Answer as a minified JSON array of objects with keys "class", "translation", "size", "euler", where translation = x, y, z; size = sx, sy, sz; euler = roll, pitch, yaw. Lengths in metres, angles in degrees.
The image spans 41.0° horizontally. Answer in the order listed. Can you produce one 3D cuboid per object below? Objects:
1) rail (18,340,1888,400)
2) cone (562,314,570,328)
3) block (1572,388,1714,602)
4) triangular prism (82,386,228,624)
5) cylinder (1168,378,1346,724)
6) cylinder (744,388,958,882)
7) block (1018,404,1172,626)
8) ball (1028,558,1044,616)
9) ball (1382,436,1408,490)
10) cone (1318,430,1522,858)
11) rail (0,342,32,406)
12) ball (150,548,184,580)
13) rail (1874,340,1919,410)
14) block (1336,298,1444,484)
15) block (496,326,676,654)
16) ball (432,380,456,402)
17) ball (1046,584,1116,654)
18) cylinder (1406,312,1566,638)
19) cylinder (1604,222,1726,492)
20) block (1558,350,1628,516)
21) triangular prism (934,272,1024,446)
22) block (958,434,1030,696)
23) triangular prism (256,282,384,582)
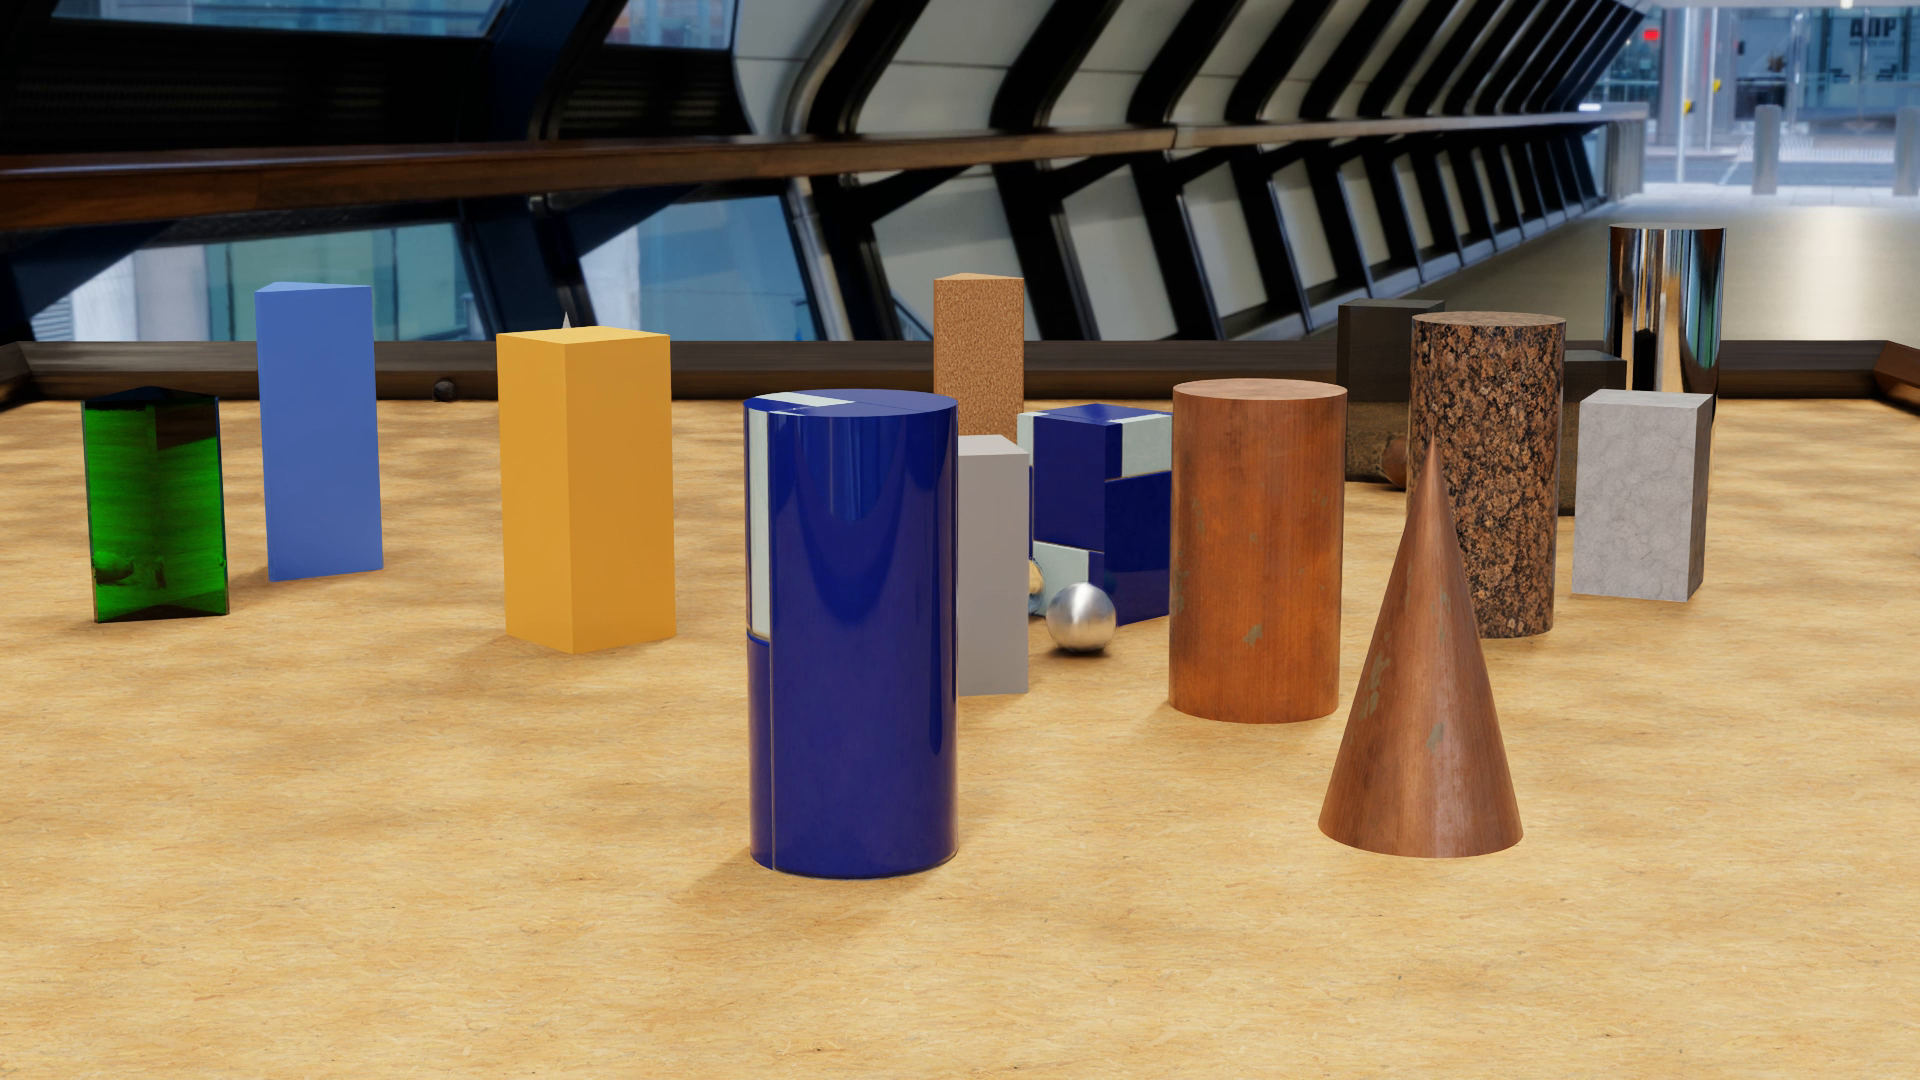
[{"class":"rail","translation":[-0.013,-0.370,5.622],"size":[4.111,0.127,0.045],"euler":[0,11,0]},{"class":"cone","translation":[-0.547,-0.126,3.596],"size":[0.196,0.389,0.196],"euler":[0,11,0]},{"class":"block","translation":[0.957,-0.066,3.597],"size":[0.157,0.269,0.157],"euler":[5,11,23]},{"class":"triangular prism","translation":[-1.083,-0.052,3.455],"size":[0.170,0.294,0.147],"euler":[-3,11,-18]},{"class":"cylinder","translation":[0.339,0.009,2.933],"size":[0.196,0.365,0.196],"euler":[0,11,0]},{"class":"cylinder","translation":[-0.100,0.082,2.375],"size":[0.196,0.423,0.196],"euler":[0,11,0]},{"class":"block","translation":[0.187,-0.035,3.432],"size":[0.157,0.269,0.157],"euler":[10,15,44]},{"class":"ball","translation":[0.063,0.061,3.392],"size":[0.094,0.094,0.094],"euler":[0,11,0]},{"class":"ball","translation":[0.779,-0.134,4.442],"size":[0.096,0.096,0.096],"euler":[0,11,0]},{"class":"cone","translation":[0.445,0.087,2.446],"size":[0.196,0.388,0.196],"euler":[0,11,0]},{"class":"rail","translation":[-2.032,0.035,3.437],"size":[0.045,0.127,4.469],"euler":[0,11,0]},{"class":"ball","translation":[-1.136,0.033,3.674],"size":[0.046,0.046,0.046],"euler":[0,11,0]},{"class":"rail","translation":[2.032,0.031,3.460],"size":[0.045,0.127,4.469],"euler":[0,11,0]},{"class":"block","translation":[0.764,-0.266,4.561],"size":[0.157,0.311,0.157],"euler":[4,11,21]},{"class":"block","translation":[-0.477,-0.068,3.281],"size":[0.157,0.390,0.157],"euler":[-9,14,-41]},{"class":"ball","translation":[-1.126,-0.324,5.598],"size":[0.048,0.048,0.048],"euler":[0,11,0]},{"class":"ball","translation":[0.151,0.098,3.209],"size":[0.088,0.088,0.088],"euler":[0,11,0]},{"class":"cylinder","translation":[0.684,-0.089,3.356],"size":[0.196,0.402,0.196],"euler":[0,11,0]},{"class":"cylinder","translation":[1.215,-0.317,4.449],"size":[0.196,0.453,0.196],"euler":[0,11,0]},{"class":"block","translation":[0.994,-0.178,4.244],"size":[0.157,0.254,0.157],"euler":[-1,11,-6]},{"class":"triangular prism","translation":[0.023,-0.336,4.882],"size":[0.170,0.332,0.147],"euler":[-2,11,-10]},{"class":"block","translation":[-0.012,0.029,3.046],"size":[0.157,0.284,0.157],"euler":[-2,11,-11]},{"class":"triangular prism","translation":[-0.955,-0.163,3.728],"size":[0.170,0.413,0.147],"euler":[-7,13,-34]}]
